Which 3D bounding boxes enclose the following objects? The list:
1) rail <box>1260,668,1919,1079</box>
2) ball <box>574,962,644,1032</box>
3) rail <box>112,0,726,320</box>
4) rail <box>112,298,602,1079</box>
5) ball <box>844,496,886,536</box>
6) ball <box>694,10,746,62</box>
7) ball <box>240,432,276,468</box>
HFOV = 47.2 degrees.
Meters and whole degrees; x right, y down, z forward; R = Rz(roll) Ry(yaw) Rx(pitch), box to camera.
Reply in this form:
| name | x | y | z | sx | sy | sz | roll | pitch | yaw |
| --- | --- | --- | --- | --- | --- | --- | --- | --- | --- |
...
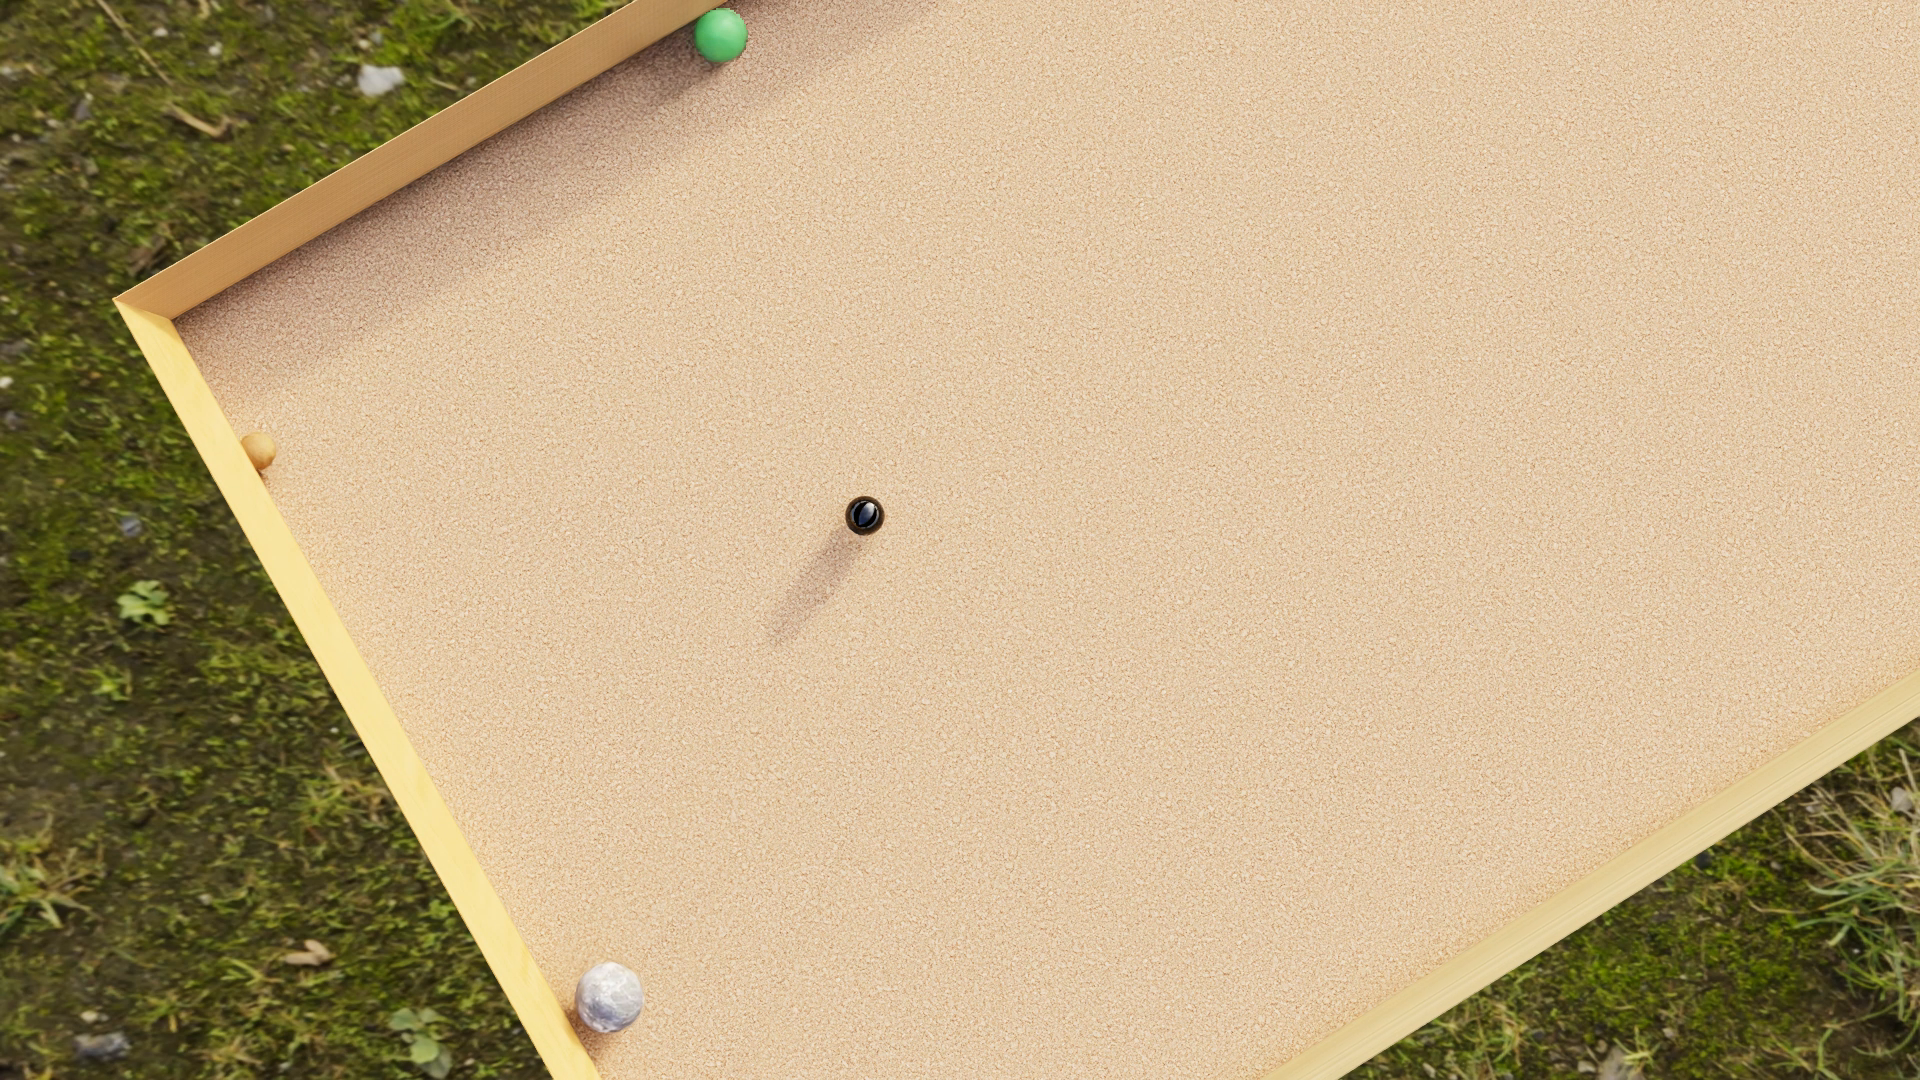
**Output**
| name | x | y | z | sx | sy | sz | roll | pitch | yaw |
| --- | --- | --- | --- | --- | --- | --- | --- | --- | --- |
| rail | 1.227 | 0.315 | 3.190 | 3.540 | 0.128 | 0.045 | -31 | 84 | -4 |
| ball | -0.504 | 0.657 | 3.161 | 0.099 | 0.099 | 0.099 | 0 | 83 | 0 |
| rail | 0.288 | -1.229 | 3.392 | 3.540 | 0.128 | 0.045 | -31 | 84 | -4 |
| rail | -0.738 | 0.437 | 3.174 | 0.045 | 0.128 | 1.867 | -31 | 84 | -4 |
| ball | -0.141 | -0.036 | 3.271 | 0.060 | 0.060 | 0.060 | 0 | 83 | 0 |
| ball | -0.367 | -0.769 | 3.357 | 0.080 | 0.080 | 0.080 | 0 | 83 | 0 |
| ball | -1.050 | -0.133 | 3.287 | 0.054 | 0.054 | 0.054 | 0 | 83 | 0 |
